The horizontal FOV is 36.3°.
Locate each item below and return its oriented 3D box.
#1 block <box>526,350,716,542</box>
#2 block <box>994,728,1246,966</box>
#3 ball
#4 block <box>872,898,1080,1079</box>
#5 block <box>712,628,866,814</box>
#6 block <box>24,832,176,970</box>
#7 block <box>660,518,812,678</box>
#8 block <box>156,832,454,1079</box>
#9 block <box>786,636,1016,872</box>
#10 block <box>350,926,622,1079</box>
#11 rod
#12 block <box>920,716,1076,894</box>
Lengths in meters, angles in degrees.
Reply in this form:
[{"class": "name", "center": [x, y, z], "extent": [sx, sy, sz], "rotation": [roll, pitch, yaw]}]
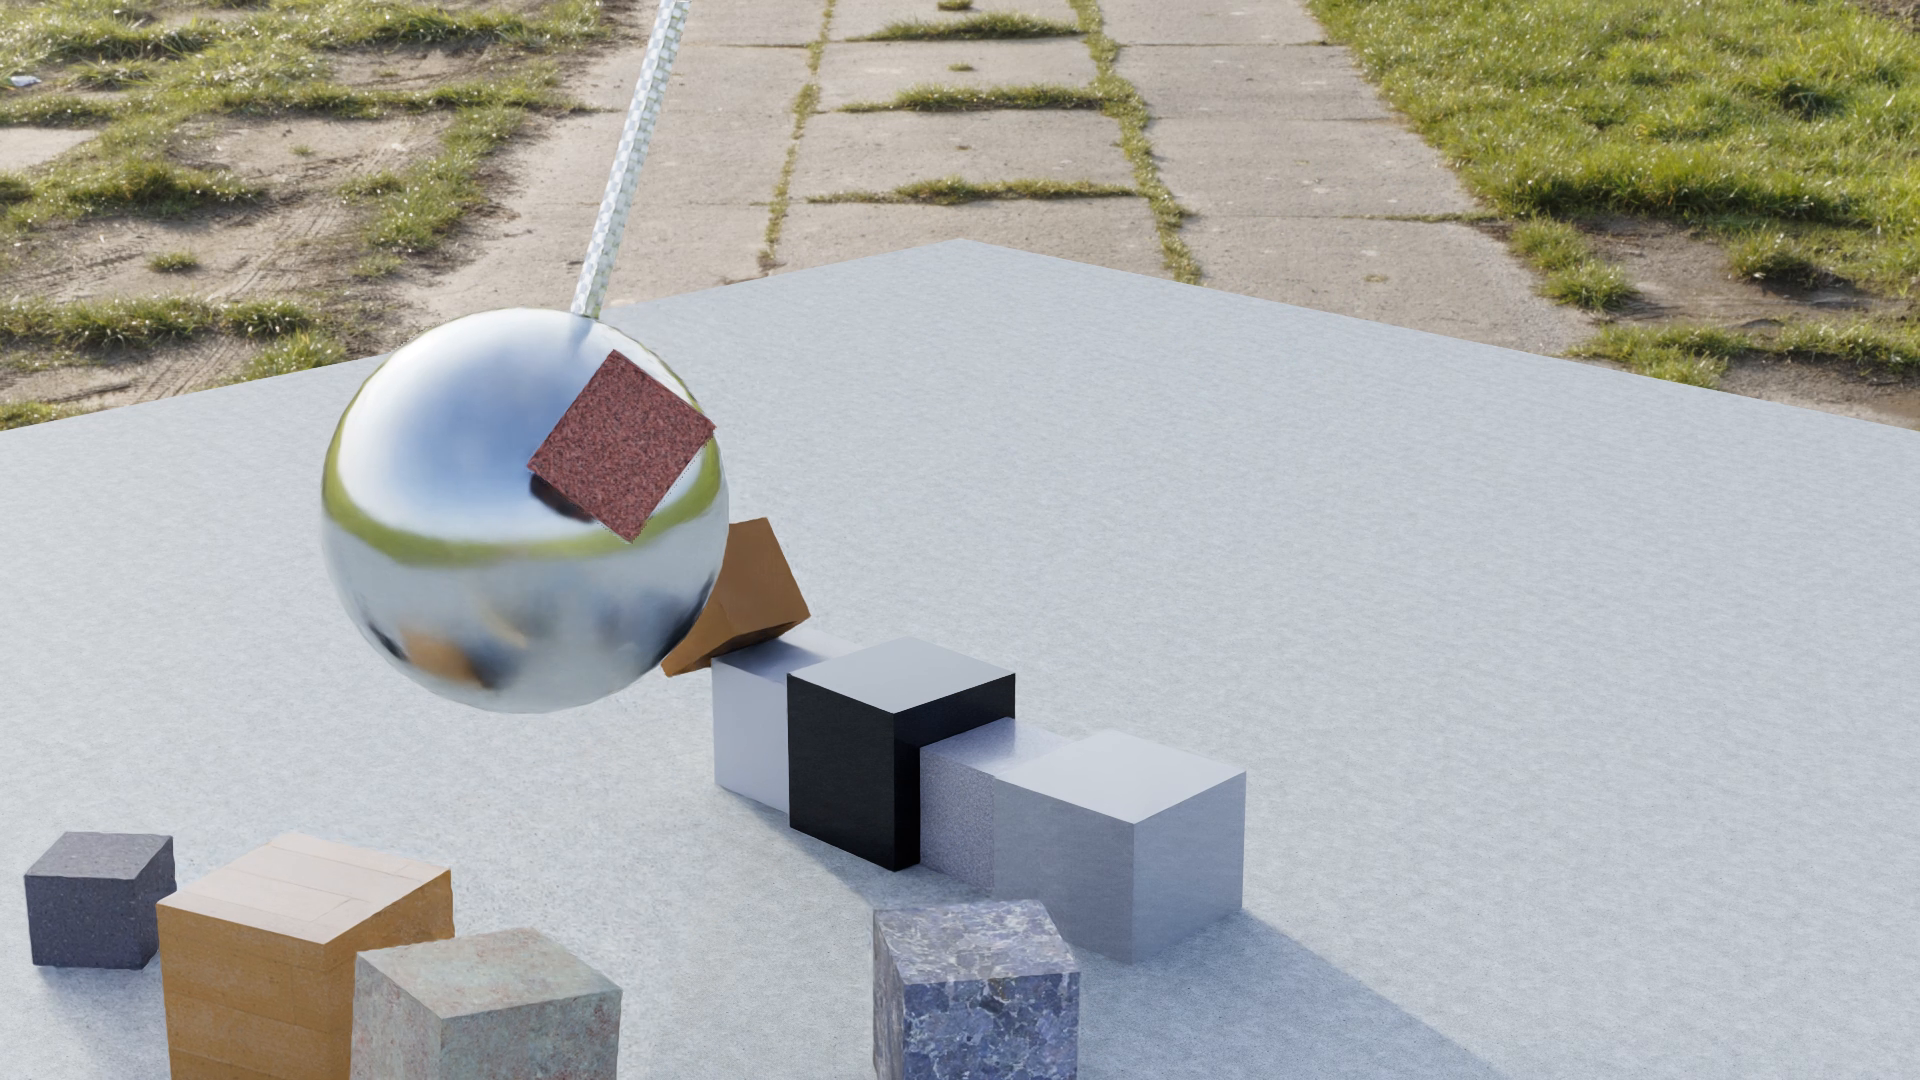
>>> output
[{"class": "block", "center": [-1.195, -0.339, 10.400], "extent": [0.444, 0.505, 0.461], "rotation": [37, 0, -6]}, {"class": "block", "center": [0.707, 1.342, 12.978], "extent": [0.778, 0.657, 0.800], "rotation": [15, 23, 39]}, {"class": "ball", "center": [-1.705, -0.115, 11.518], "extent": [1.600, 1.600, 1.600], "rotation": [0, 17, 0]}, {"class": "block", "center": [0.050, 1.850, 11.343], "extent": [0.669, 0.657, 0.671], "rotation": [-3, 18, -11]}, {"class": "block", "center": [-0.749, 0.893, 14.408], "extent": [0.650, 0.656, 0.666], "rotation": [-17, 24, -42]}, {"class": "block", "center": [-3.708, 1.556, 12.689], "extent": [0.480, 0.422, 0.472], "rotation": [1, 18, 5]}, {"class": "block", "center": [-1.195, 0.279, 14.420], "extent": [0.517, 0.549, 0.579], "rotation": [-31, -11, 36]}, {"class": "block", "center": [-2.557, 1.721, 11.566], "extent": [0.815, 0.781, 0.784], "rotation": [9, 19, 26]}, {"class": "block", "center": [-0.276, 0.996, 13.875], "extent": [0.779, 0.780, 0.739], "rotation": [-16, 24, -41]}, {"class": "block", "center": [-1.675, 1.859, 10.285], "extent": [0.692, 0.743, 0.655], "rotation": [-4, 15, -37]}, {"class": "rod", "center": [-0.739, -3.375, 11.507], "extent": [0.080, 5.200, 0.080], "rotation": [17, 0, 42]}, {"class": "block", "center": [0.220, 1.226, 13.483], "extent": [0.571, 0.577, 0.570], "rotation": [-17, 24, -42]}]
